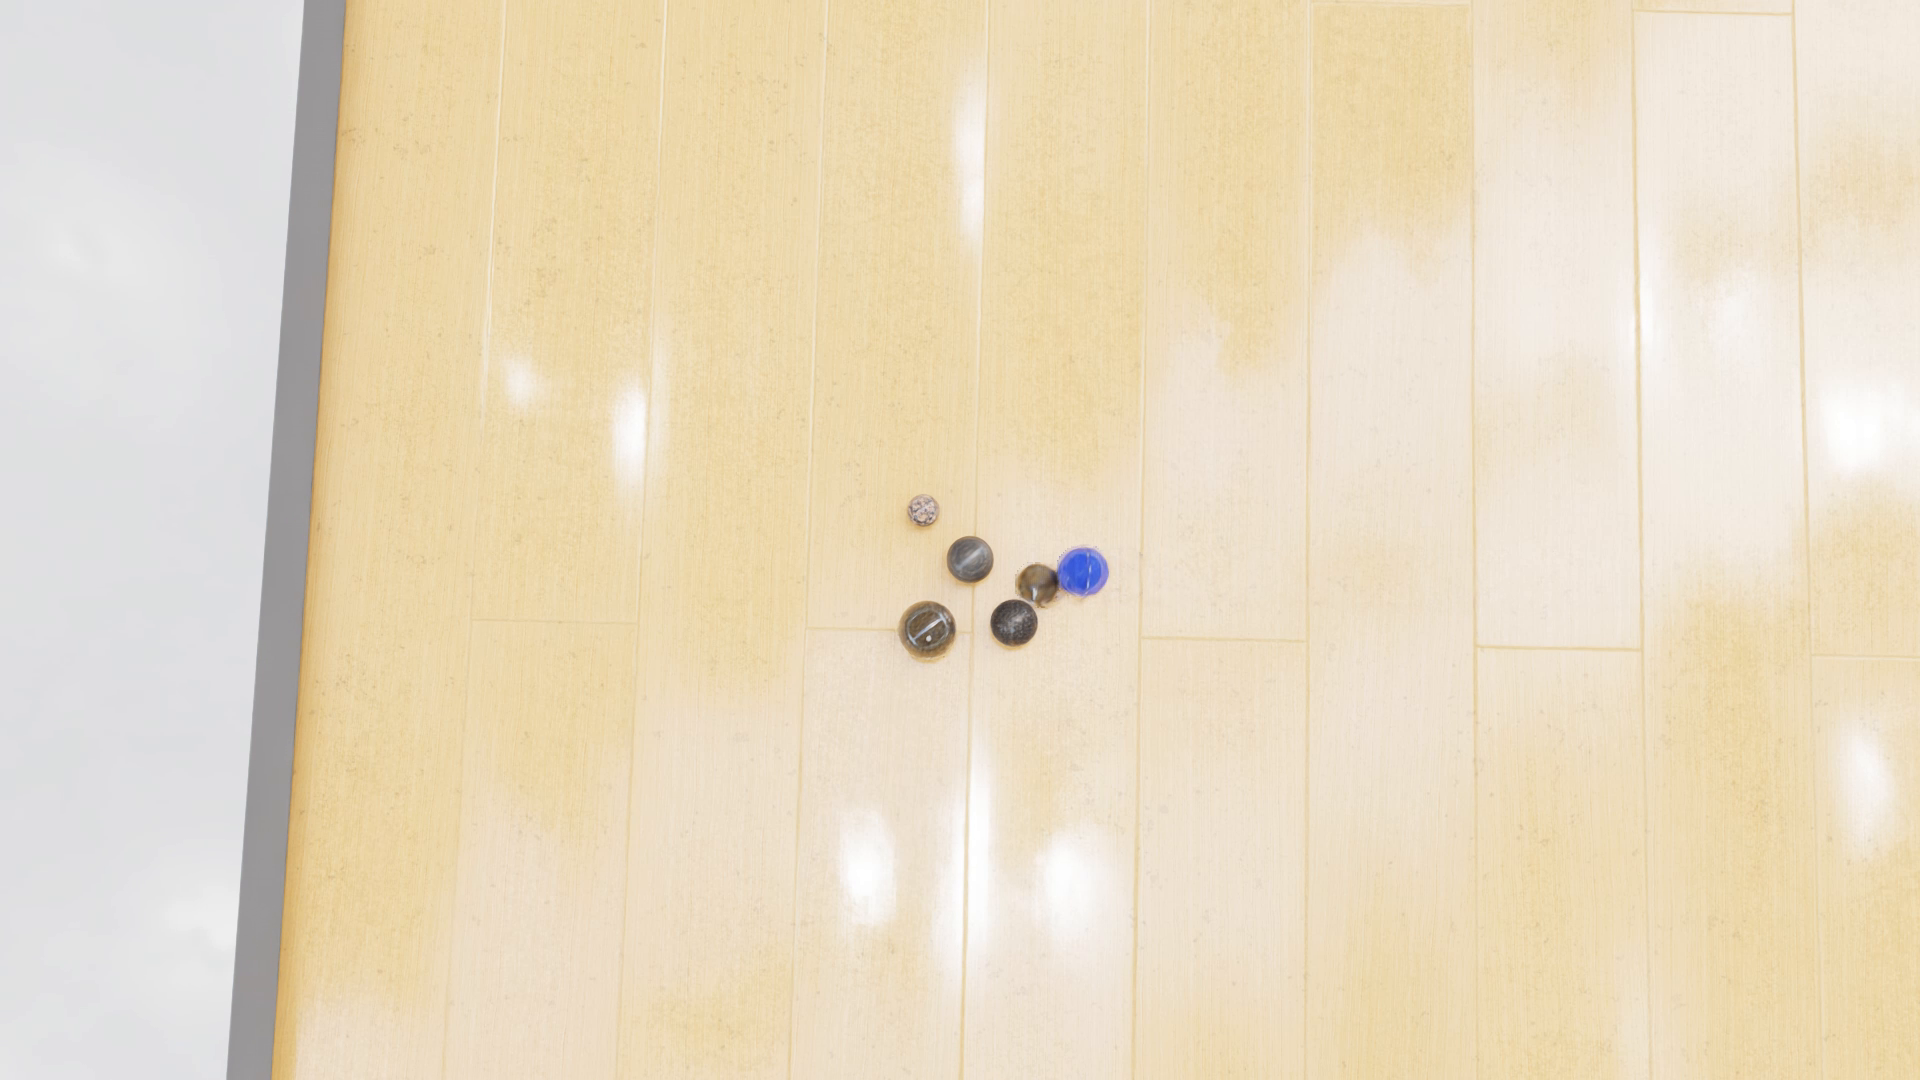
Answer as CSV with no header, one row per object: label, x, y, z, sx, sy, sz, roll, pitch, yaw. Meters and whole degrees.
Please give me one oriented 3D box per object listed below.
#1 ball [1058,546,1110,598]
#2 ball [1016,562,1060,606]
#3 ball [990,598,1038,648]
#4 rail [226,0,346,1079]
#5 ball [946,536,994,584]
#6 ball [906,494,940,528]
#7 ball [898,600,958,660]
ball,0.183,0.047,3.252,0.075,0.075,0.075,0,82,0
ball,0.116,0.066,3.260,0.064,0.064,0.064,0,82,0
ball,0.080,0.123,3.248,0.072,0.072,0.072,0,82,0
rail,-0.983,-0.029,3.248,0.045,0.114,2.269,2,82,0
ball,0.015,0.029,3.262,0.071,0.071,0.071,0,82,0
ball,-0.055,-0.044,3.283,0.050,0.050,0.050,0,82,0
ball,-0.048,0.132,3.239,0.088,0.088,0.088,0,82,0
